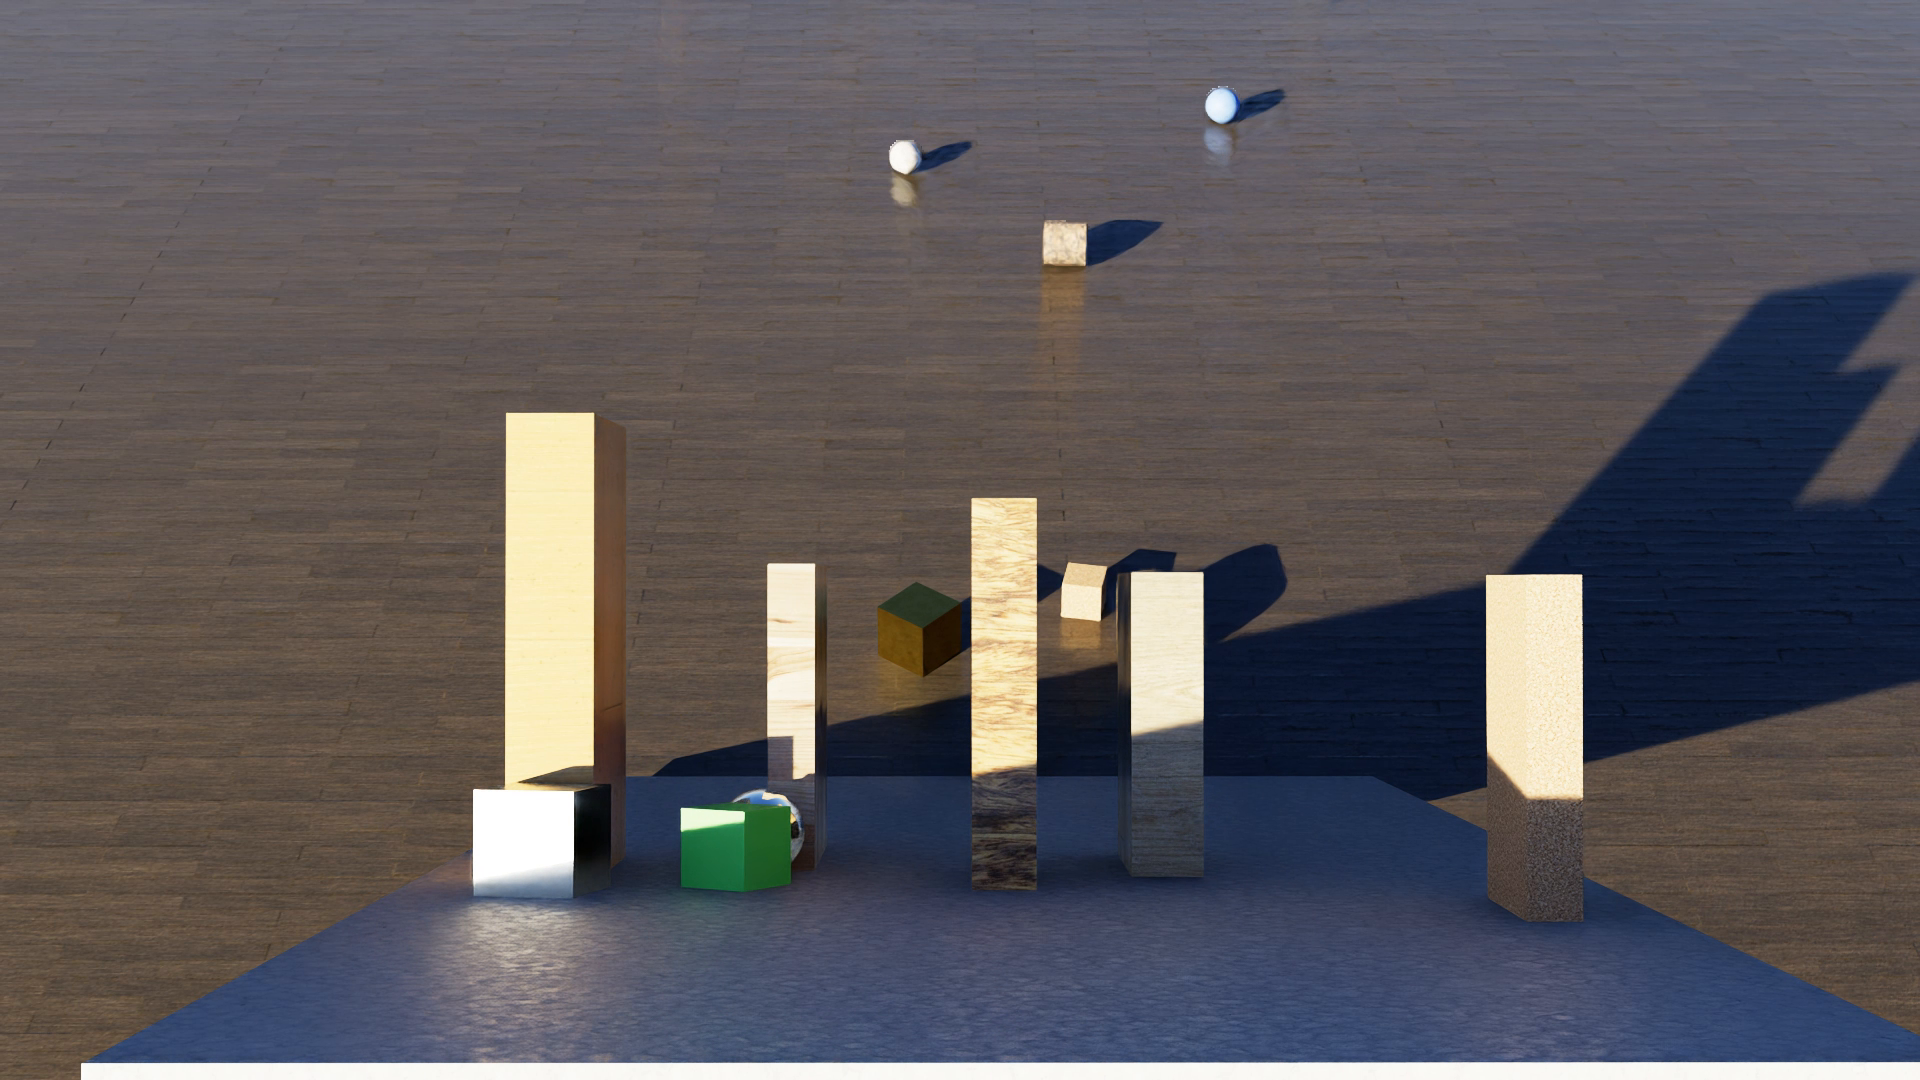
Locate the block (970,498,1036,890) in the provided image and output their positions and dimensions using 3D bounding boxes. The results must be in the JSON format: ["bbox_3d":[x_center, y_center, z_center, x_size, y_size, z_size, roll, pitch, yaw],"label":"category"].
[{"bbox_3d":[0.073,0.256,4.440,0.106,0.644,0.356,0,-1,0],"label":"block"}]

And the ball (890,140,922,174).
[{"bbox_3d":[-0.212,-1.488,10.078,0.125,0.125,0.125,0,32,0],"label":"ball"}]

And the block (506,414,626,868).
[{"bbox_3d":[-0.690,0.185,4.573,0.147,0.791,0.426,0,-1,0],"label":"block"}]

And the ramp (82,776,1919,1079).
[{"bbox_3d":[0.072,0.633,4.735,2.000,0.100,4.000,0,-1,0],"label":"ramp"}]

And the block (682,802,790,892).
[{"bbox_3d":[-0.374,0.512,4.332,0.131,0.131,0.131,-1,-1,32],"label":"block"}]

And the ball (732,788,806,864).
[{"bbox_3d":[-0.343,0.505,4.478,0.150,0.150,0.150,0,32,0],"label":"ball"}]

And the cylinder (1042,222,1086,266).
[{"bbox_3d":[0.380,-1.073,9.400,0.153,0.153,0.153,2,33,3],"label":"cylinder"}]

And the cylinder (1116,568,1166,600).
[{"bbox_3d":[0.550,0.217,7.333,0.196,0.196,0.196,-1,32,-2],"label":"cylinder"}]

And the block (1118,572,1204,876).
[{"bbox_3d":[0.356,0.320,4.649,0.123,0.523,0.384,0,-1,0],"label":"block"}]

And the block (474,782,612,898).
[{"bbox_3d":[-0.683,0.491,4.253,0.171,0.171,0.171,0,-1,13],"label":"block"}]

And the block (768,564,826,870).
[{"bbox_3d":[-0.297,0.314,4.767,0.082,0.538,0.424,0,-1,0],"label":"block"}]

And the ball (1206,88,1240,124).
[{"bbox_3d":[1.062,-1.756,10.485,0.140,0.140,0.140,0,32,0],"label":"ball"}]

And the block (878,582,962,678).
[{"bbox_3d":[-0.114,0.252,7.305,0.167,0.167,0.167,24,40,33],"label":"block"}]

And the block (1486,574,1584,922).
[{"bbox_3d":[0.888,0.313,4.016,0.083,0.517,0.291,0,-1,0],"label":"block"}]

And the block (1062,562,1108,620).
[{"bbox_3d":[0.360,0.150,7.515,0.114,0.114,0.114,6,33,9],"label":"block"}]
